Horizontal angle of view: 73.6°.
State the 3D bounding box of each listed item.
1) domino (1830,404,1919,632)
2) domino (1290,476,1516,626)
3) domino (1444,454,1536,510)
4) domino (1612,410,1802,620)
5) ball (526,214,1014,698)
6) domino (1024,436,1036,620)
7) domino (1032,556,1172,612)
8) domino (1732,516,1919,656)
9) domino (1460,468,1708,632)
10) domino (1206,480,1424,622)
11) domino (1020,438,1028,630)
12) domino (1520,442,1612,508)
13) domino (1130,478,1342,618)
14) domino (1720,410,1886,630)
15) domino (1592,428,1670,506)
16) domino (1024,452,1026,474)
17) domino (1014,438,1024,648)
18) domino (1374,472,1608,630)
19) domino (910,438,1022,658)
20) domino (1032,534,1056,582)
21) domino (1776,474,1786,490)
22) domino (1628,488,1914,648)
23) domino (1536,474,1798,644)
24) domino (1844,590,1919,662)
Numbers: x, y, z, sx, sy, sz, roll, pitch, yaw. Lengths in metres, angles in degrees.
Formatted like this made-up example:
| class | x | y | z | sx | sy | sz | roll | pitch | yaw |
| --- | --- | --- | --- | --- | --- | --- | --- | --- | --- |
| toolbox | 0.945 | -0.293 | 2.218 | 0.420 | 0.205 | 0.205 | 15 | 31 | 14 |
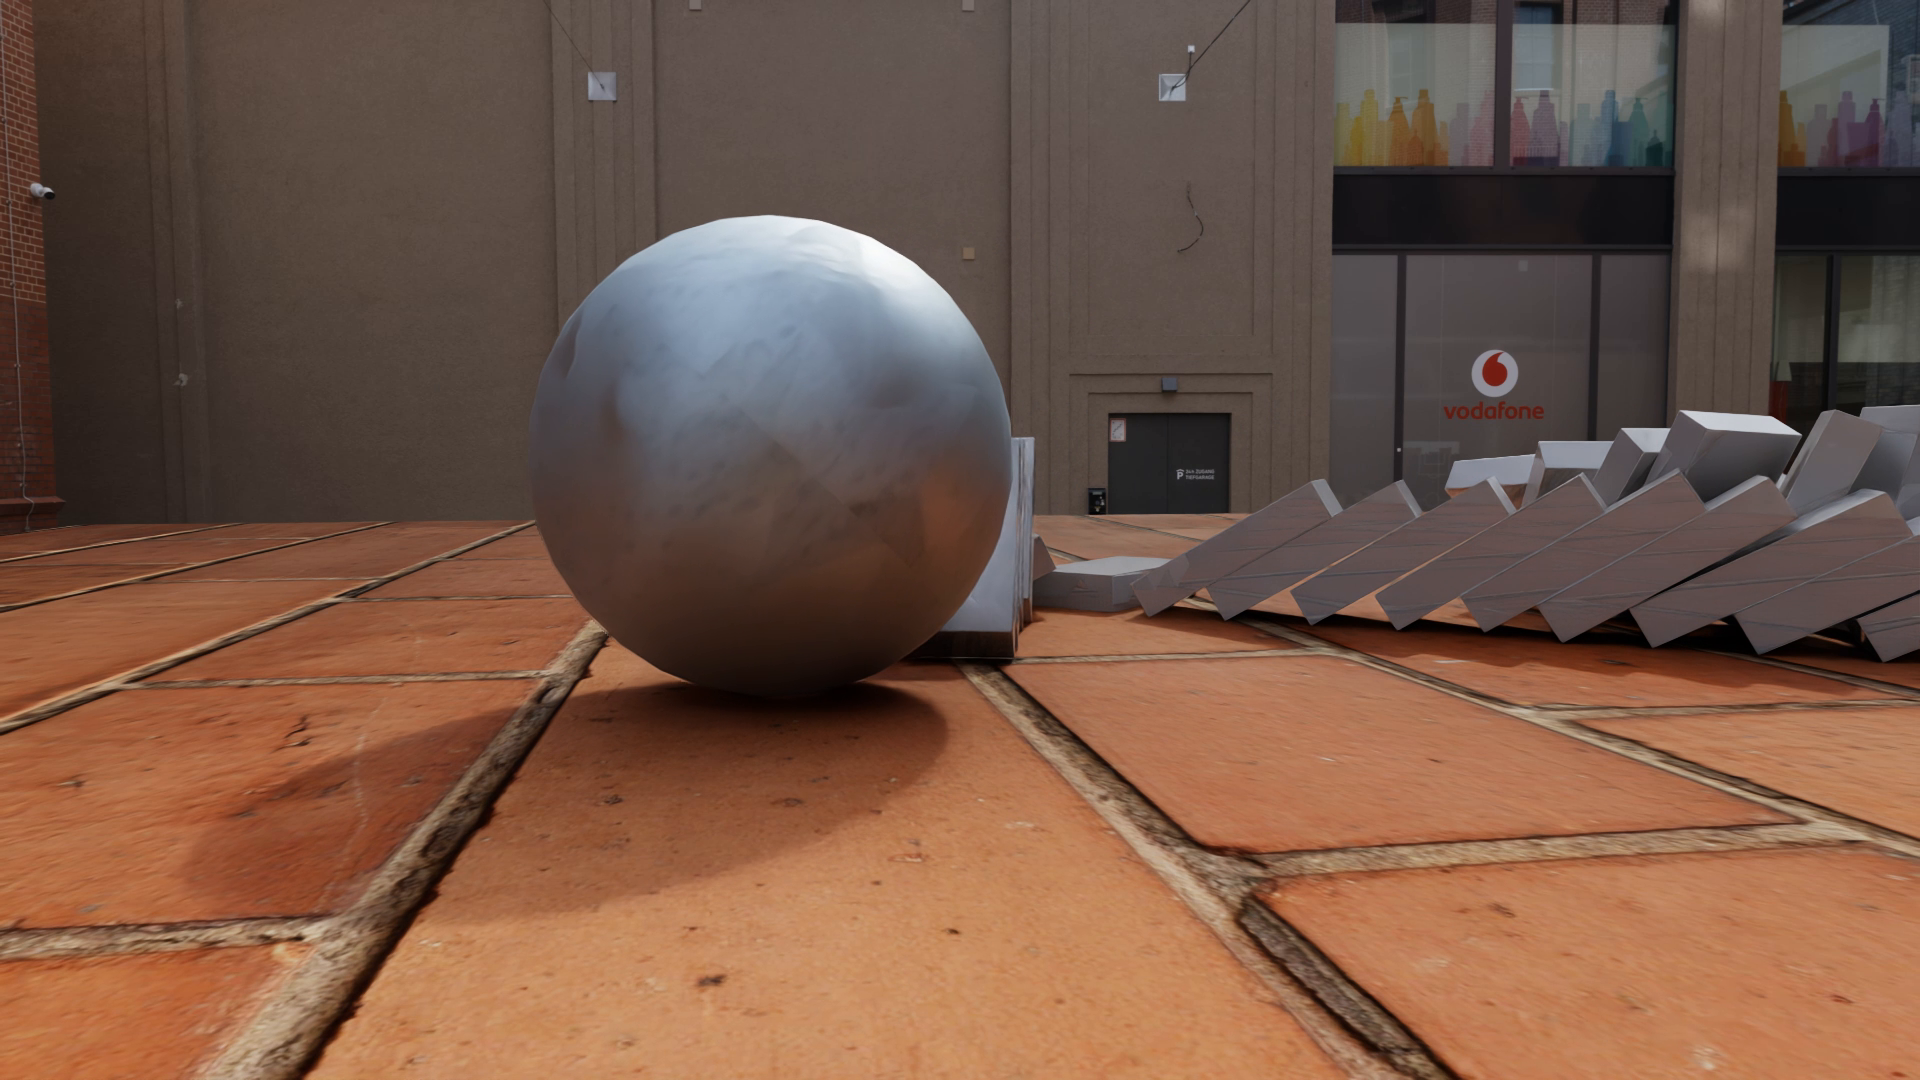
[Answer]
| class | x | y | z | sx | sy | sz | roll | pitch | yaw |
| --- | --- | --- | --- | --- | --- | --- | --- | --- | --- |
| domino | 0.203 | -0.004 | 0.283 | 0.009 | 0.050 | 0.025 | 16 | 6 | 6 |
| domino | 0.104 | 0.003 | 0.302 | 0.050 | 0.009 | 0.025 | -34 | -11 | 25 |
| domino | 0.158 | -0.004 | 0.352 | 0.050 | 0.009 | 0.025 | 41 | -25 | -29 |
| domino | 0.169 | -0.005 | 0.297 | 0.025 | 0.050 | 0.010 | 2 | 31 | -13 |
| ball | -0.031 | -0.014 | 0.217 | 0.080 | 0.080 | 0.080 | 0 | 4 | 0 |
| domino | 0.006 | -0.003 | 0.318 | 0.025 | 0.050 | 0.009 | -1 | -37 | 6 |
| domino | 0.043 | 0.012 | 0.351 | 0.025 | 0.009 | 0.050 | 3 | 5 | 35 |
| domino | 0.184 | 0.007 | 0.259 | 0.050 | 0.009 | 0.025 | -31 | -10 | 25 |
| domino | 0.137 | 0.002 | 0.283 | 0.050 | 0.010 | 0.025 | -36 | -12 | 27 |
| domino | 0.086 | 0.002 | 0.311 | 0.050 | 0.010 | 0.025 | -32 | -9 | 22 |
| domino | 0.003 | -0.002 | 0.305 | 0.025 | 0.050 | 0.010 | 0 | -37 | 5 |
| domino | 0.158 | -0.004 | 0.331 | 0.025 | 0.050 | 0.009 | 1 | 47 | 10 |
| domino | 0.069 | 0.002 | 0.317 | 0.050 | 0.010 | 0.025 | -32 | -8 | 22 |
| domino | 0.186 | -0.004 | 0.286 | 0.009 | 0.050 | 0.025 | 27 | 16 | 24 |
| domino | 0.163 | -0.004 | 0.312 | 0.025 | 0.050 | 0.010 | -1 | 40 | -12 |
| domino | 0.001 | -0.001 | 0.292 | 0.025 | 0.050 | 0.009 | 1 | -37 | 5 |
| domino | 0.001 | 0.000 | 0.280 | 0.025 | 0.050 | 0.009 | 0 | -37 | 5 |
| domino | 0.121 | 0.003 | 0.293 | 0.050 | 0.009 | 0.025 | -36 | -12 | 25 |
| domino | -0.001 | 0.001 | 0.267 | 0.025 | 0.050 | 0.009 | 0 | -37 | 5 |
| domino | 0.007 | 0.007 | 0.344 | 0.025 | 0.009 | 0.050 | -27 | 8 | -5 |
| domino | 0.250 | -0.002 | 0.368 | 0.025 | 0.009 | 0.050 | -2 | 36 | -37 |
| domino | 0.167 | 0.006 | 0.268 | 0.050 | 0.009 | 0.025 | -31 | -10 | 25 |
| domino | 0.150 | 0.004 | 0.275 | 0.050 | 0.009 | 0.025 | -36 | -12 | 25 |
| domino | 0.202 | 0.007 | 0.251 | 0.050 | 0.009 | 0.025 | -31 | -8 | 24 |
